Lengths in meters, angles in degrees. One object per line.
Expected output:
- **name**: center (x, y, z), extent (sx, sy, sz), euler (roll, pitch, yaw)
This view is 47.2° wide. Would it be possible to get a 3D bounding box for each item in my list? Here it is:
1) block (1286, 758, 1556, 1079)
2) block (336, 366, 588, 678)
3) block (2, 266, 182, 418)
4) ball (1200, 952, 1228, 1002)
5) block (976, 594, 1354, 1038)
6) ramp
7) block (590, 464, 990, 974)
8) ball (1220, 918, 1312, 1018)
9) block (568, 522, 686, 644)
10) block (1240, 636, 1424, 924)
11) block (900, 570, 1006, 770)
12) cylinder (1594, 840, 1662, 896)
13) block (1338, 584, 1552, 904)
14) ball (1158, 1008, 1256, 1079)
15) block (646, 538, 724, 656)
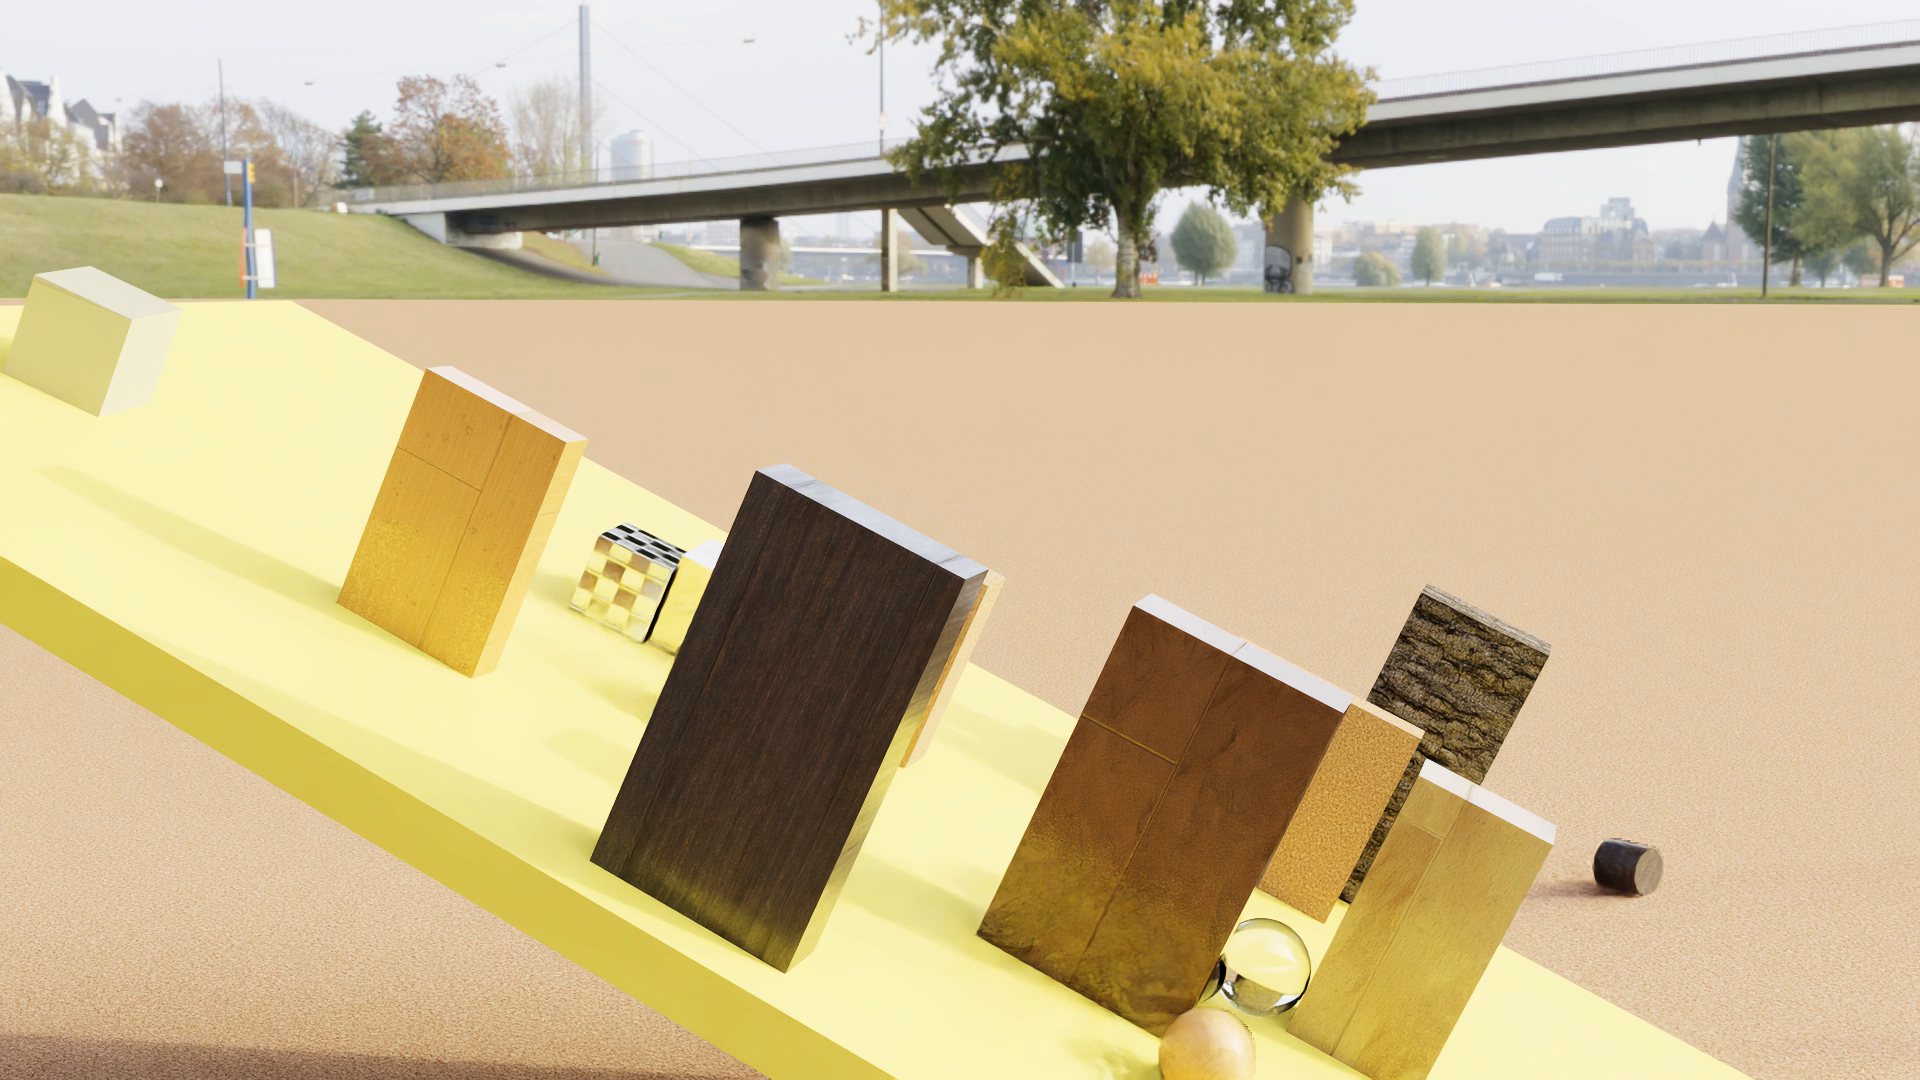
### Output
- **block**: center (0.802, 0.678, 3.834), extent (0.247, 0.521, 0.137), euler (27, 14, 12)
- **block**: center (-0.862, -0.031, 3.800), extent (0.288, 0.454, 0.082), euler (27, 14, 12)
- **block**: center (-1.683, -0.388, 4.275), extent (0.206, 0.206, 0.206), euler (25, 13, 2)
- **ball**: center (0.399, 0.733, 3.780), extent (0.125, 0.125, 0.125), euler (0, 7, 0)
- **block**: center (0.334, 0.458, 3.629), extent (0.373, 0.628, 0.138), euler (27, 14, 12)
- **ramp**: center (-0.266, 0.455, 4.172), extent (4.000, 0.100, 2.000), euler (27, 14, 12)
- **block**: center (-0.259, 0.264, 3.269), extent (0.349, 0.662, 0.119), euler (27, 14, 12)
- **ball**: center (0.529, 0.747, 3.850), extent (0.171, 0.171, 0.171), euler (0, 7, 0)
- **block**: center (-0.647, 0.084, 4.363), extent (0.163, 0.163, 0.163), euler (26, 13, 5)
- **block**: center (0.659, 0.490, 4.494), extent (0.415, 0.435, 0.080), euler (27, 14, 12)
- **block**: center (-0.172, 0.175, 4.322), extent (0.377, 0.403, 0.123), euler (27, 14, 12)
- **cylinder**: center (2.007, 0.984, 6.611), extent (0.144, 0.144, 0.144), euler (-6, 9, -39)
- **block**: center (0.961, 0.458, 4.643), extent (0.285, 0.665, 0.147), euler (27, 14, 12)
- **ball**: center (0.384, 0.805, 3.423), extent (0.151, 0.151, 0.151), euler (0, 7, 0)
- **block**: center (-0.474, 0.140, 4.381), extent (0.194, 0.194, 0.194), euler (26, 13, 5)
